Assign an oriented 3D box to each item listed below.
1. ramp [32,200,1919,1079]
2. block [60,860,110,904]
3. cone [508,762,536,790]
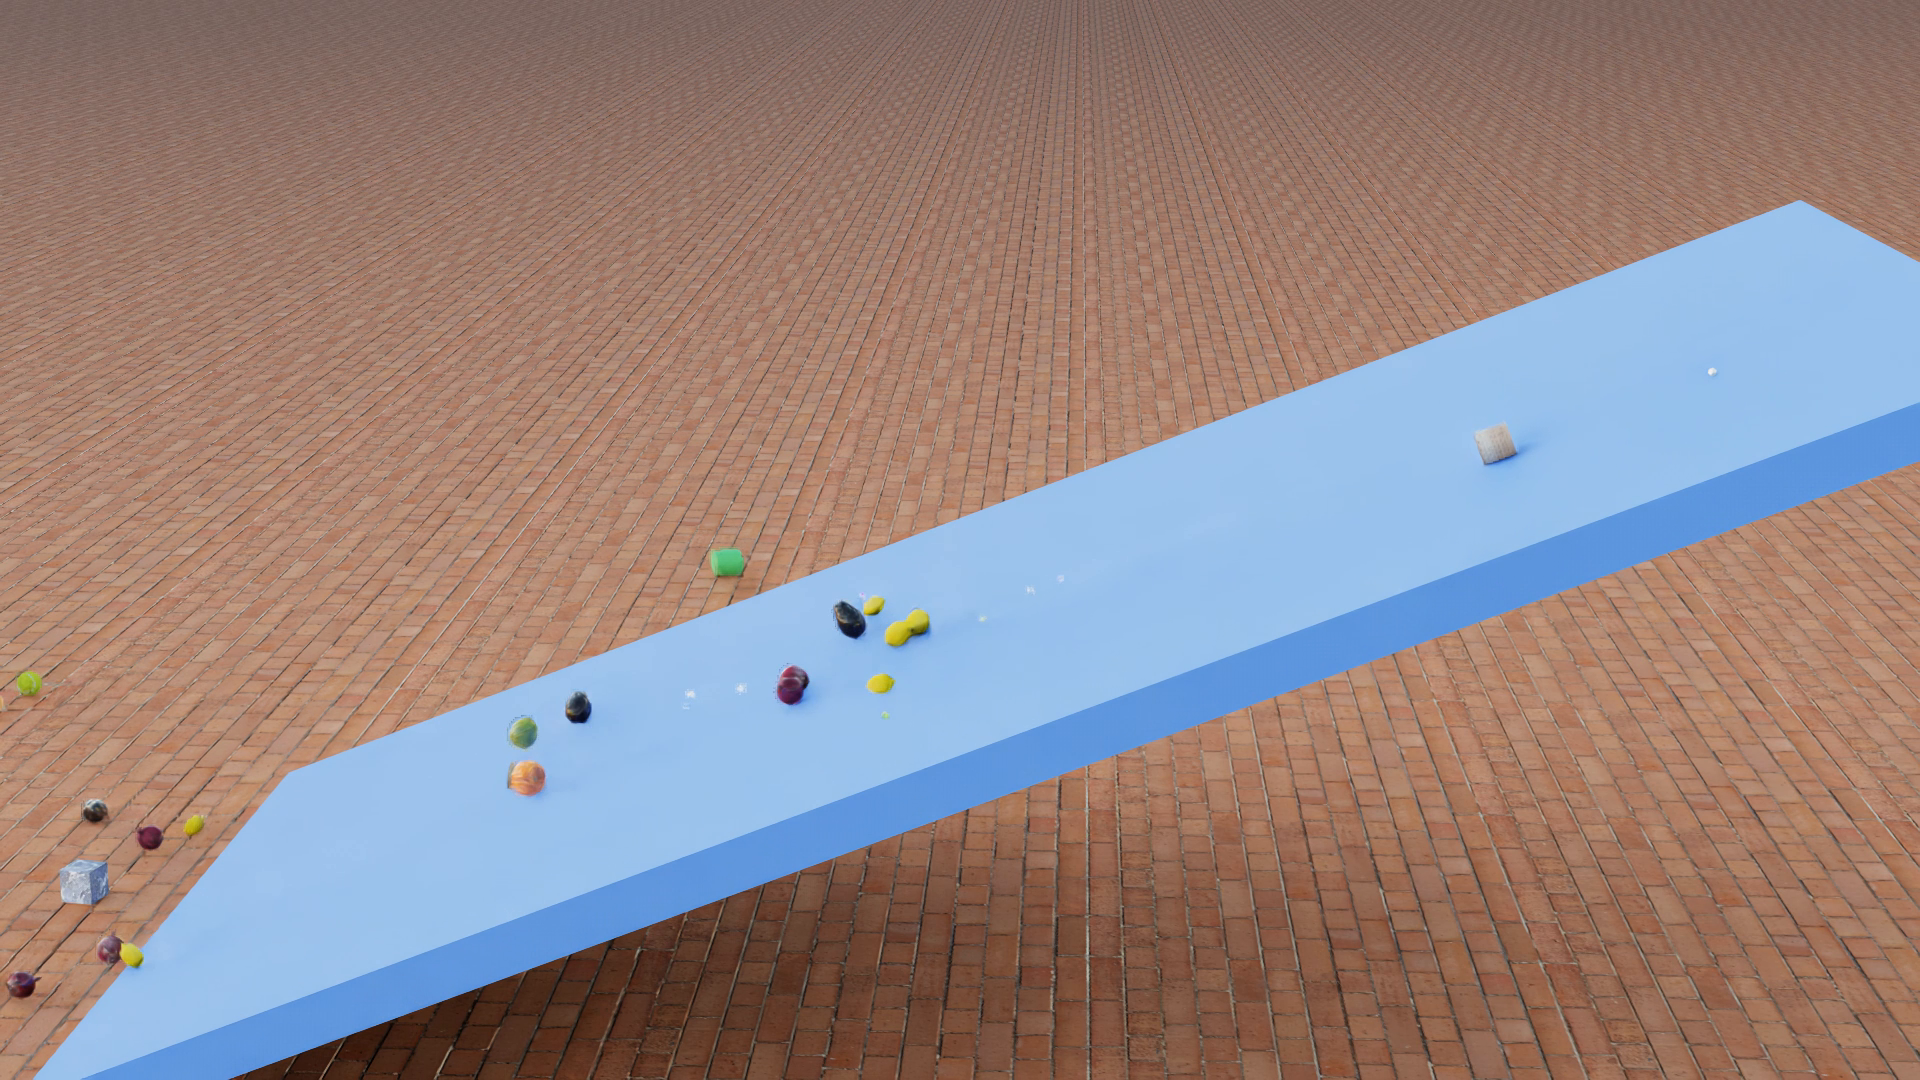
[{"bbox_3d":[0.123,0.174,6.291,4.000,0.100,2.000,-21,12,7],"label":"ramp"},{"bbox_3d":[-2.048,0.800,6.880,0.078,0.078,0.078,4,14,14],"label":"block"},{"bbox_3d":[-0.949,0.516,6.404,0.060,0.060,0.060,6,14,3],"label":"cone"}]
